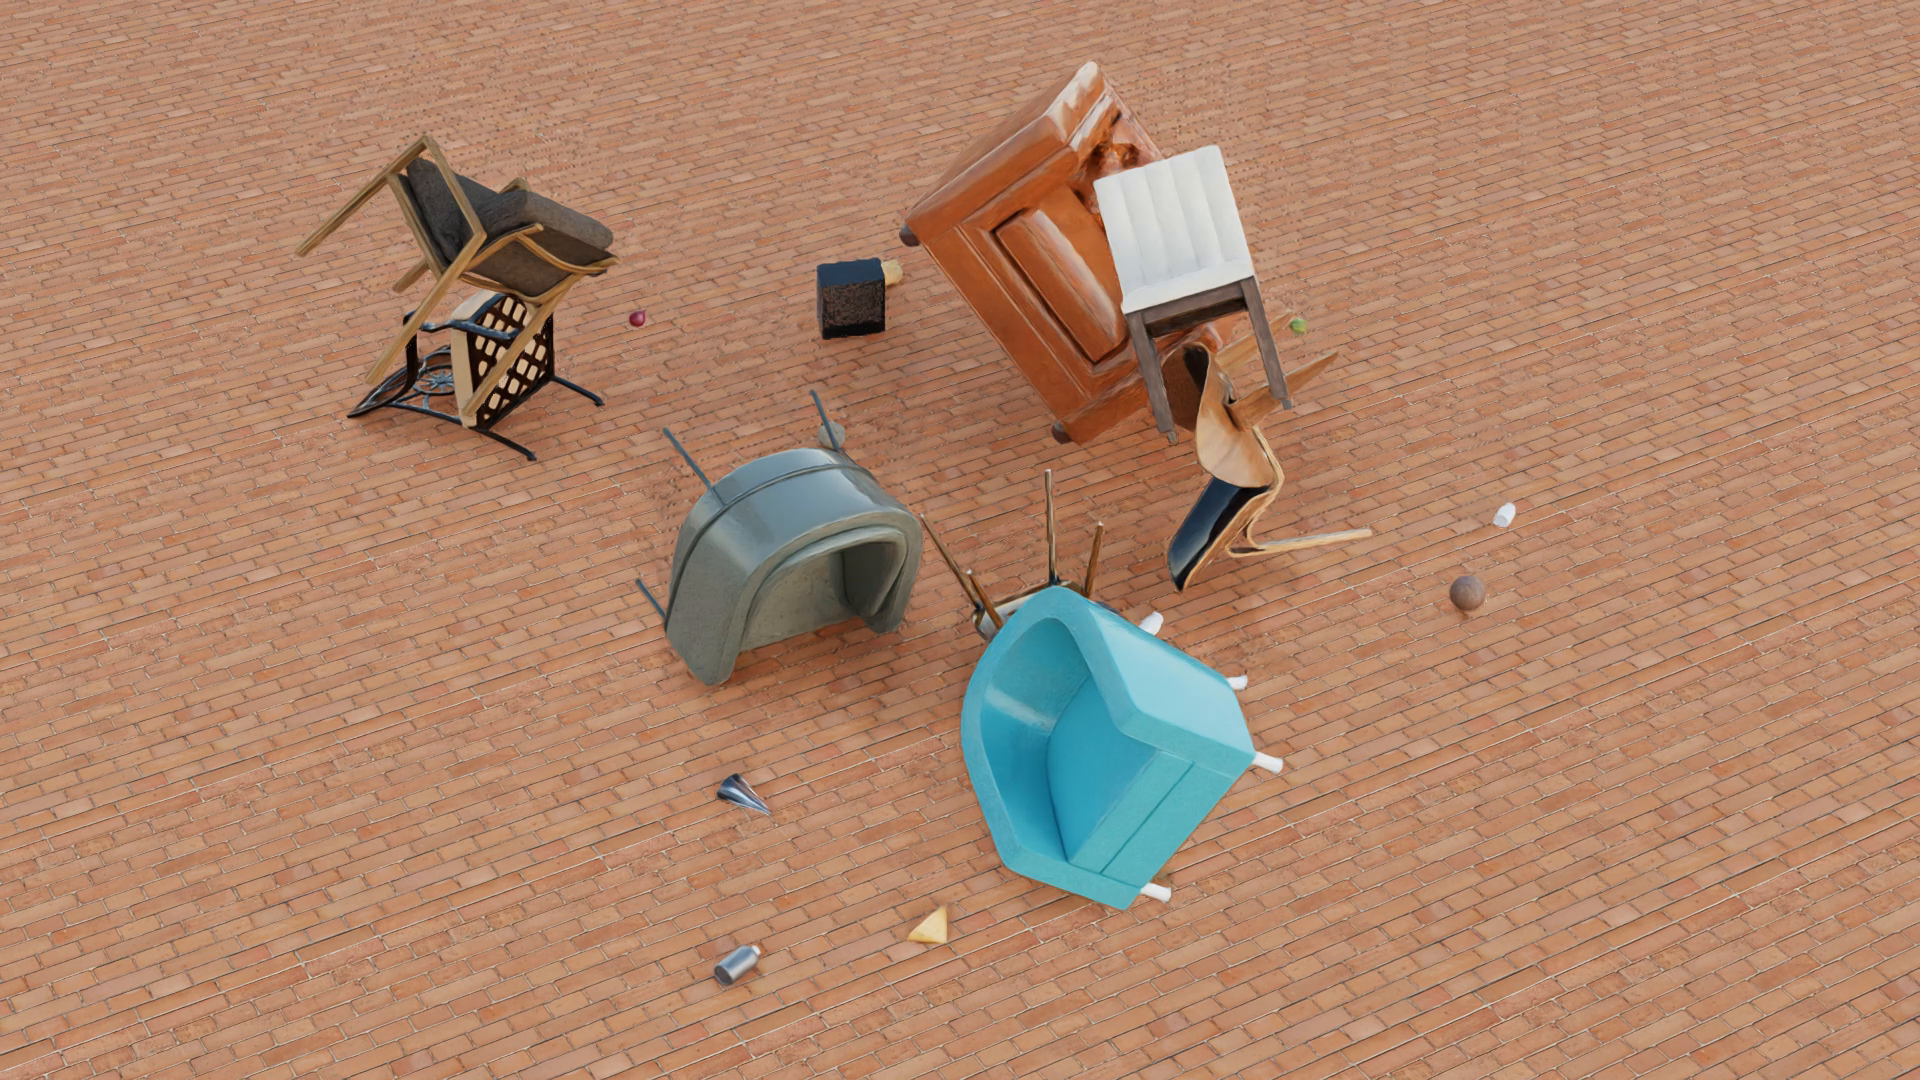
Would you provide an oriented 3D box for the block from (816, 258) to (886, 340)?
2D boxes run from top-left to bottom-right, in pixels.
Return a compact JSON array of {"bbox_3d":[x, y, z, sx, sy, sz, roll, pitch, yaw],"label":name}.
[{"bbox_3d":[-0.453,-1.000,12.159,0.264,0.302,0.133,-8,50,-8],"label":"block"}]

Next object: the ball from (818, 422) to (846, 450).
[{"bbox_3d":[-0.503,-0.409,11.465,0.109,0.109,0.109,0,33,0],"label":"ball"}]

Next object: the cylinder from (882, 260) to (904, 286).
[{"bbox_3d":[-0.312,-1.145,12.597,0.094,0.094,0.111,-17,44,-24],"label":"cylinder"}]

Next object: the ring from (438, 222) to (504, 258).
[{"bbox_3d":[-1.942,-1.189,11.637,0.266,0.187,0.092,-15,74,1],"label":"ring"}]

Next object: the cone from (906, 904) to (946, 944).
[{"bbox_3d":[-0.074,1.213,9.065,0.172,0.085,0.092,-38,76,-25],"label":"cone"}]

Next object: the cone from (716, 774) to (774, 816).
[{"bbox_3d":[-0.687,0.853,9.612,0.189,0.083,0.130,31,32,20],"label":"cone"}]
